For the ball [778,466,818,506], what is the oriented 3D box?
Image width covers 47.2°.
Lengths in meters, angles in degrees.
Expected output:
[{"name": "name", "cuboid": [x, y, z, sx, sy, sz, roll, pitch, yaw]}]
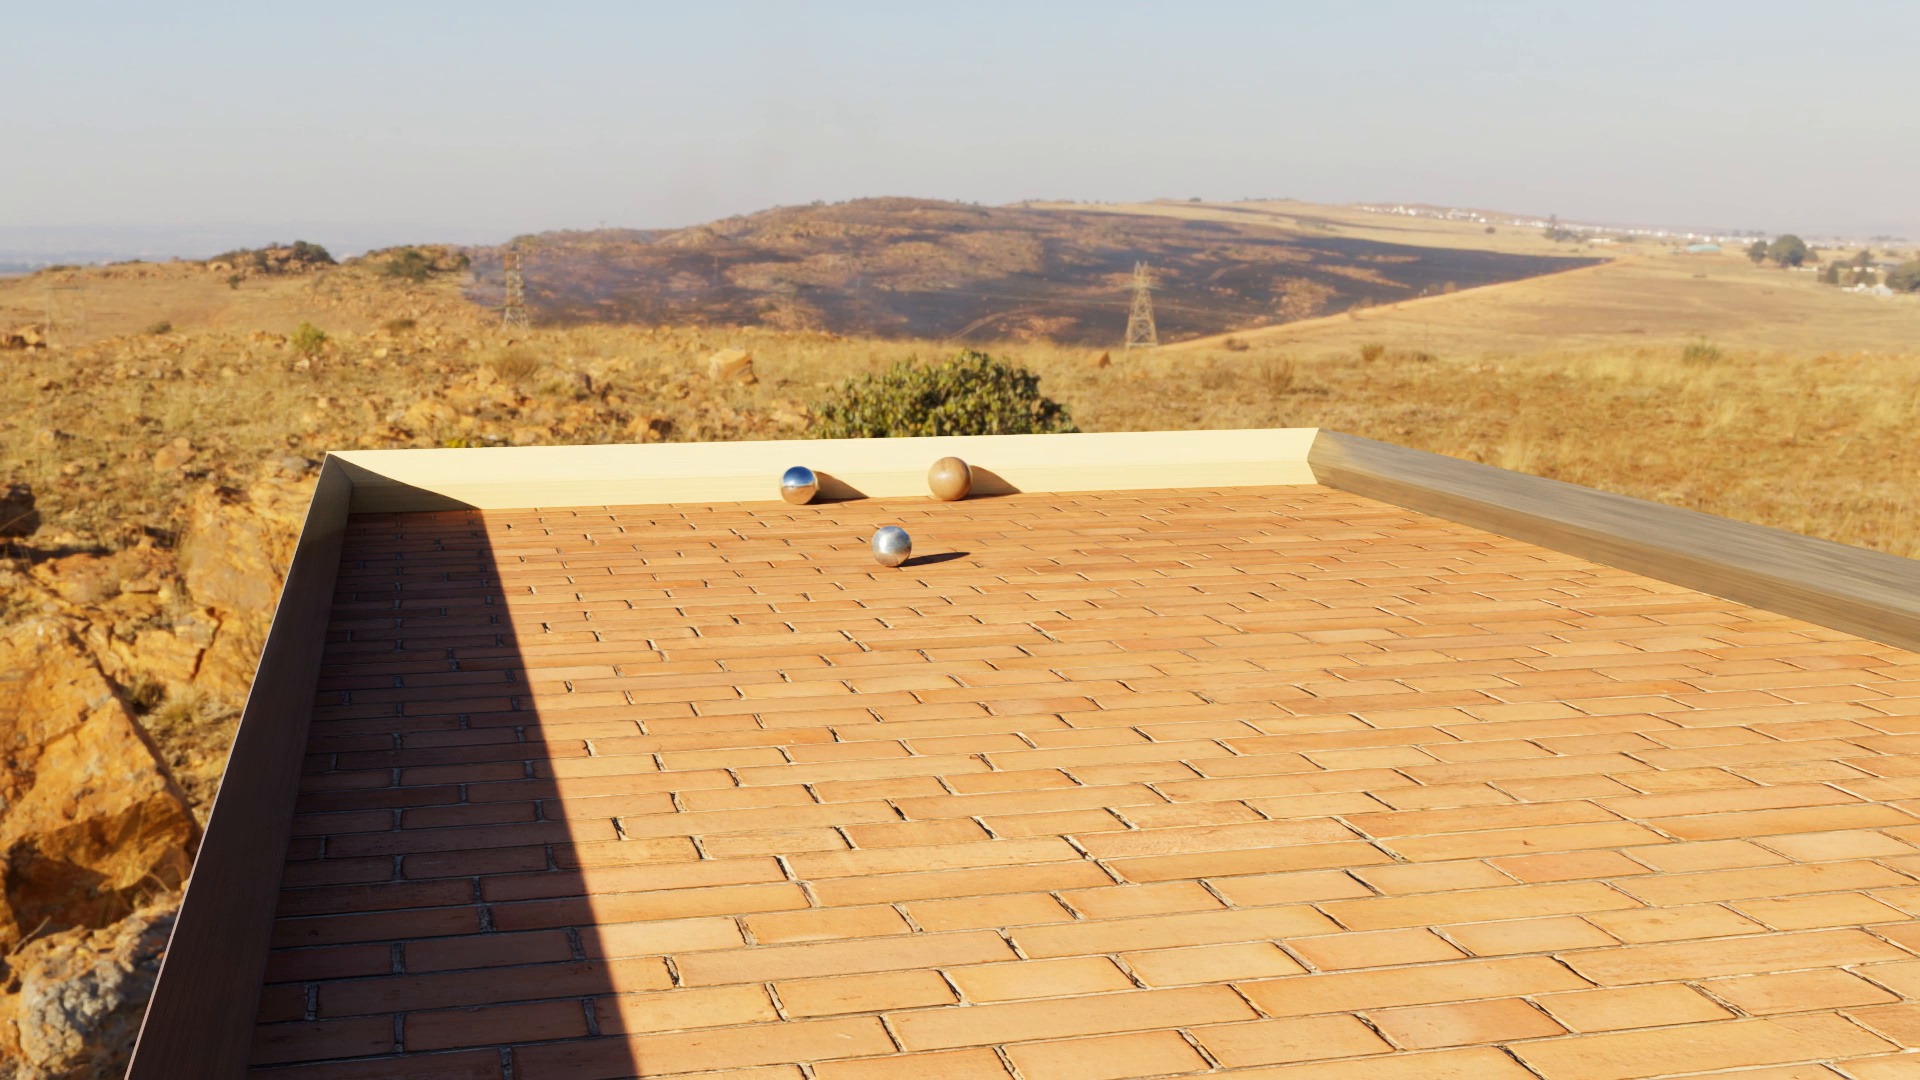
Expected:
[{"name": "ball", "cuboid": [-0.304, -0.103, 4.143, 0.075, 0.075, 0.075, 0, 8, 0]}]

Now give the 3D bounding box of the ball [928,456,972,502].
[{"name": "ball", "cuboid": [-0.019, -0.118, 4.201, 0.087, 0.087, 0.087, 0, 8, 0]}]

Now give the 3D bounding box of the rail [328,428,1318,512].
[{"name": "rail", "cuboid": [-0.205, -0.135, 4.225, 1.944, 0.113, 0.045, -2, 8, -14]}]

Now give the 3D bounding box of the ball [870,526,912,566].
[{"name": "ball", "cuboid": [-0.106, 0.010, 3.395, 0.064, 0.064, 0.064, 0, 8, 0]}]

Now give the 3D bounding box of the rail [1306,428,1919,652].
[{"name": "rail", "cuboid": [1.130, 0.066, 2.819, 0.045, 0.113, 3.454, -2, 8, -14]}]

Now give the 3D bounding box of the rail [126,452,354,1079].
[{"name": "rail", "cuboid": [-0.709, 0.132, 2.361, 0.045, 0.113, 3.454, -2, 8, -14]}]
